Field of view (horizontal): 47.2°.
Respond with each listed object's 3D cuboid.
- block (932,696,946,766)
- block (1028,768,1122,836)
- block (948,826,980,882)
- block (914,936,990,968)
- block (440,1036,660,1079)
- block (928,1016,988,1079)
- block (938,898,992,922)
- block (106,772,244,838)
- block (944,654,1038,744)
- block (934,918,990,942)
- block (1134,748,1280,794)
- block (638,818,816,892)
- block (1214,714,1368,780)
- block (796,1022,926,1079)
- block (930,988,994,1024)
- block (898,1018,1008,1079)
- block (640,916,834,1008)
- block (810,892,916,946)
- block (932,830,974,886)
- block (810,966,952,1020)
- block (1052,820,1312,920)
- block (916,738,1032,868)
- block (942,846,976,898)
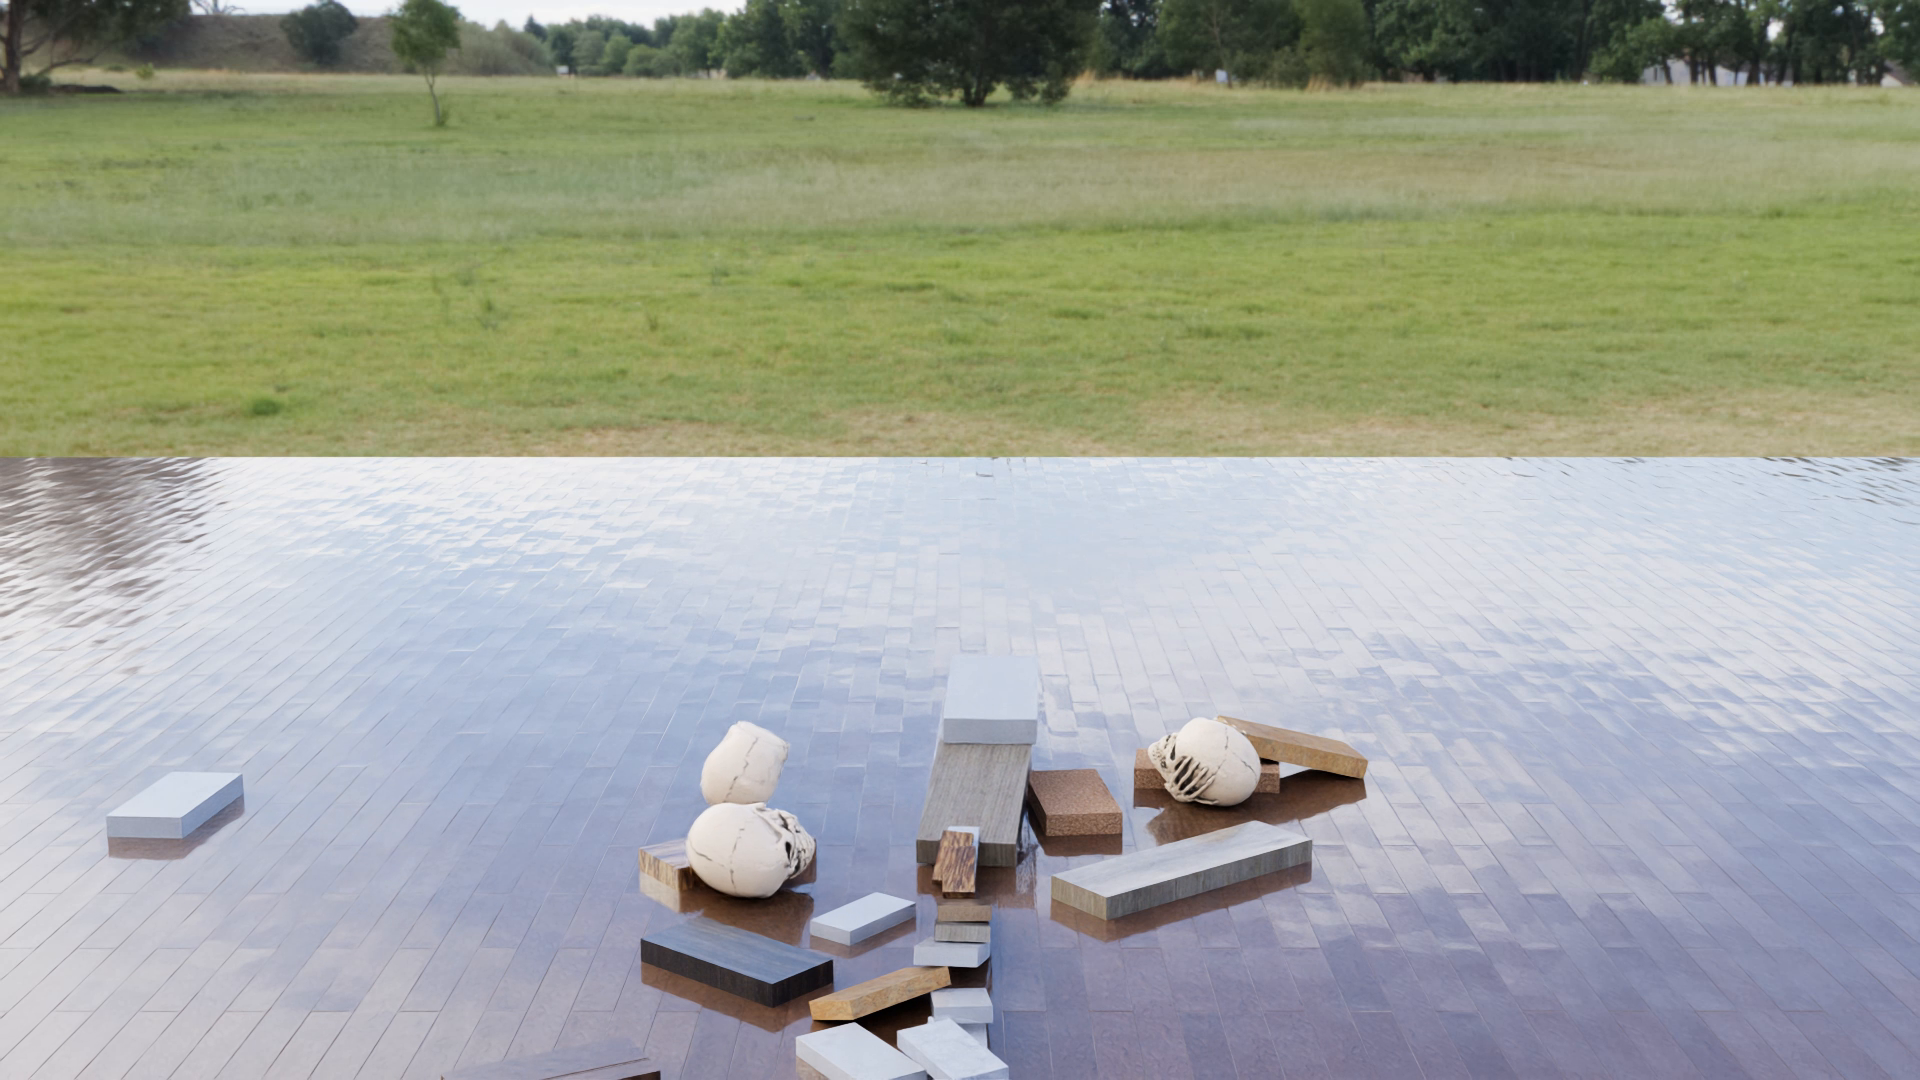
[{"bbox_3d":[0.041,0.414,4.172,0.173,0.049,0.346,1,30,5],"label":"block"},{"bbox_3d":[0.209,0.488,4.109,0.139,0.040,0.279,-1,11,-7],"label":"block"},{"bbox_3d":[0.004,0.537,3.757,0.053,0.015,0.106,1,45,5],"label":"block"},{"bbox_3d":[-0.011,0.618,3.303,0.094,0.027,0.188,1,-6,7],"label":"block"},{"bbox_3d":[-0.538,0.716,2.890,0.257,0.036,0.129,-6,12,-28],"label":"block"},{"bbox_3d":[-0.004,0.698,3.023,0.081,0.023,0.163,0,11,-1],"label":"block"},{"bbox_3d":[0.006,0.588,3.495,0.083,0.023,0.166,0,-6,-1],"label":"block"},{"bbox_3d":[-1.457,0.491,4.092,0.140,0.040,0.279,1,11,4],"label":"block"},{"bbox_3d":[0.063,0.304,4.235,0.173,0.049,0.346,1,17,2],"label":"block"},{"bbox_3d":[0.003,0.602,3.387,0.083,0.023,0.166,2,-7,-1],"label":"block"},{"bbox_3d":[0.484,0.451,4.308,0.279,0.040,0.140,1,11,7],"label":"block"},{"bbox_3d":[-0.402,0.544,3.811,0.274,0.039,0.137,-8,13,-36],"label":"block"},{"bbox_3d":[0.653,0.409,4.349,0.275,0.039,0.137,13,8,-13],"label":"block"},{"bbox_3d":[-0.135,0.706,2.973,0.094,0.027,0.188,-7,12,-32],"label":"block"},{"bbox_3d":[0.001,0.661,3.123,0.081,0.023,0.163,-1,-3,-3],"label":"block"},{"bbox_3d":[-0.011,0.690,2.939,0.081,0.023,0.163,-7,15,-28],"label":"block"},{"bbox_3d":[-0.339,0.635,3.325,0.283,0.036,0.129,9,14,39],"label":"block"},{"bbox_3d":[-0.155,0.606,3.521,0.083,0.023,0.166,8,13,37],"label":"block"},{"bbox_3d":[-0.012,0.541,3.731,0.053,0.015,0.106,5,44,9],"label":"block"},{"bbox_3d":[-0.115,0.654,3.176,0.188,0.027,0.094,-10,-3,-42],"label":"block"},{"bbox_3d":[0.382,0.557,3.739,0.480,0.039,0.137,-8,13,-37],"label":"block"},{"bbox_3d":[0.029,0.468,3.950,0.173,0.049,0.346,2,25,6],"label":"block"},{"bbox_3d":[-0.002,0.556,3.683,0.053,0.015,0.106,0,37,1],"label":"block"}]
